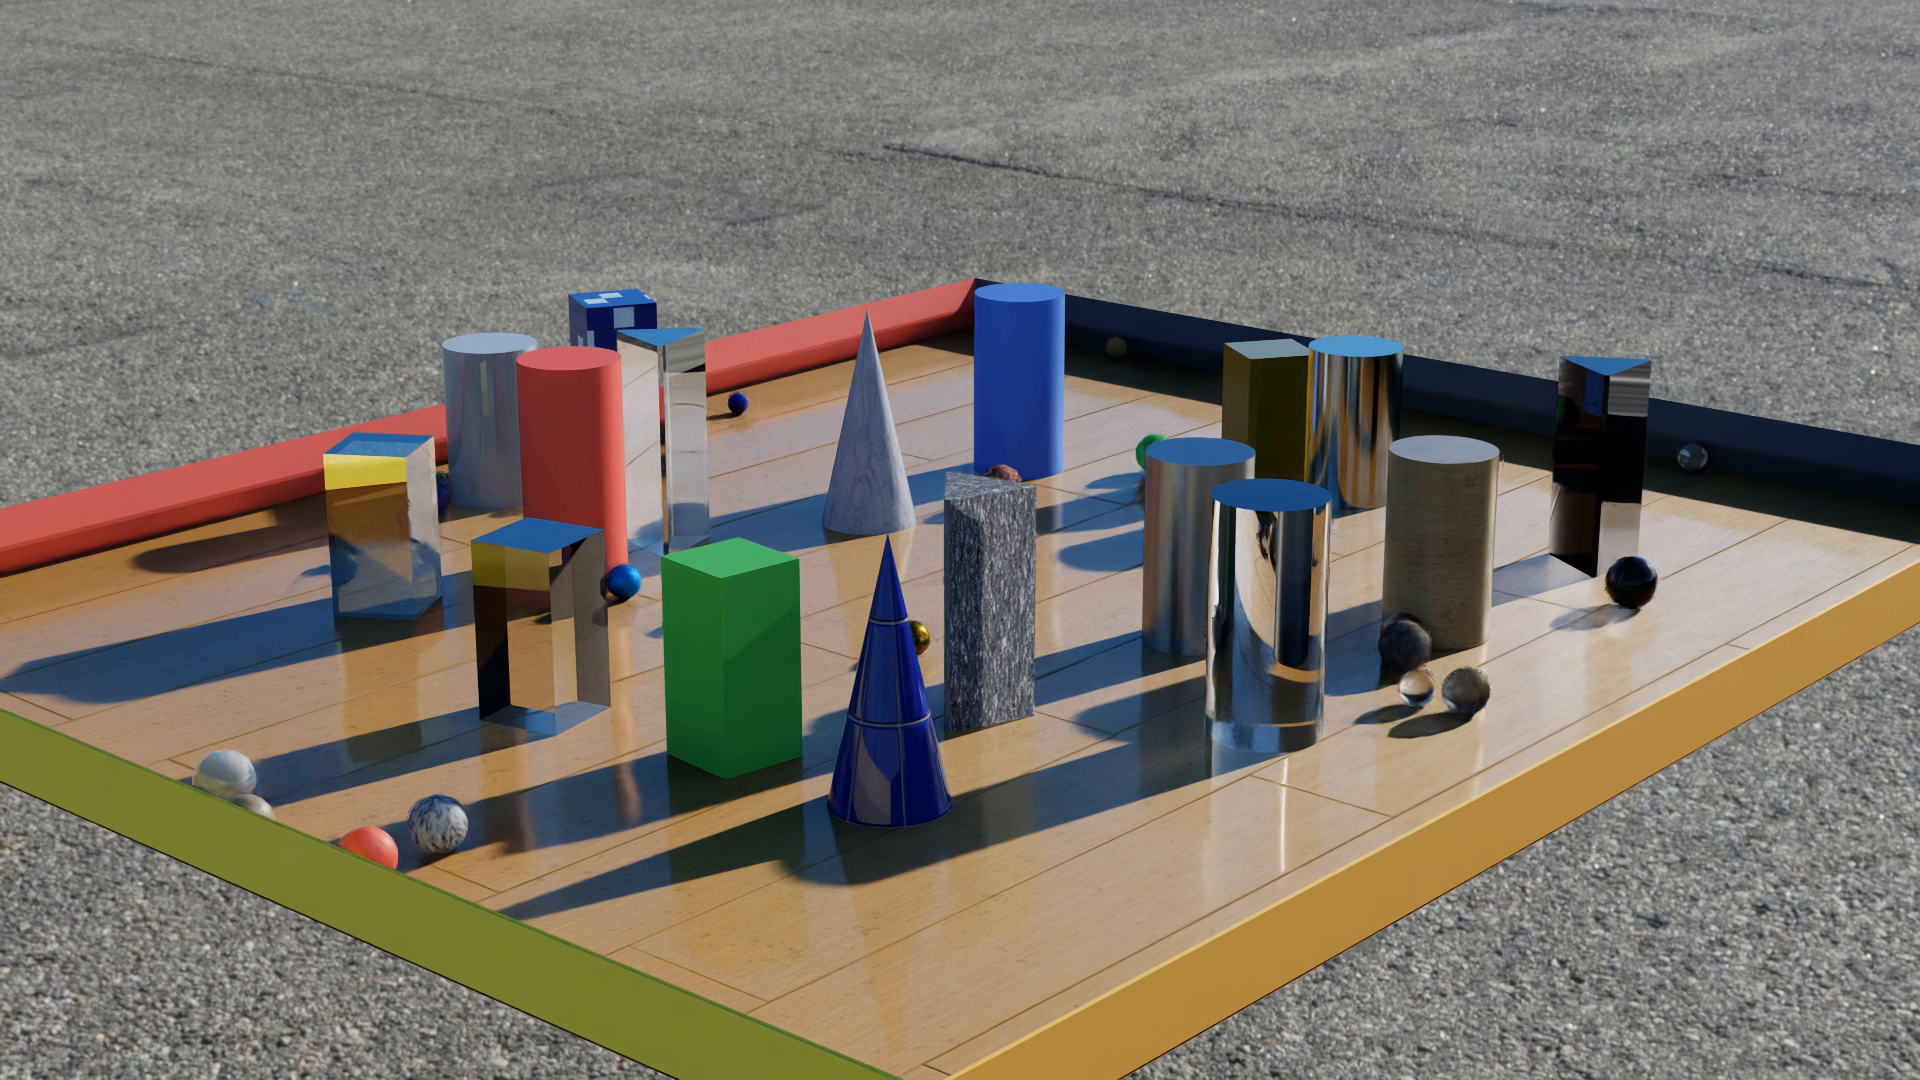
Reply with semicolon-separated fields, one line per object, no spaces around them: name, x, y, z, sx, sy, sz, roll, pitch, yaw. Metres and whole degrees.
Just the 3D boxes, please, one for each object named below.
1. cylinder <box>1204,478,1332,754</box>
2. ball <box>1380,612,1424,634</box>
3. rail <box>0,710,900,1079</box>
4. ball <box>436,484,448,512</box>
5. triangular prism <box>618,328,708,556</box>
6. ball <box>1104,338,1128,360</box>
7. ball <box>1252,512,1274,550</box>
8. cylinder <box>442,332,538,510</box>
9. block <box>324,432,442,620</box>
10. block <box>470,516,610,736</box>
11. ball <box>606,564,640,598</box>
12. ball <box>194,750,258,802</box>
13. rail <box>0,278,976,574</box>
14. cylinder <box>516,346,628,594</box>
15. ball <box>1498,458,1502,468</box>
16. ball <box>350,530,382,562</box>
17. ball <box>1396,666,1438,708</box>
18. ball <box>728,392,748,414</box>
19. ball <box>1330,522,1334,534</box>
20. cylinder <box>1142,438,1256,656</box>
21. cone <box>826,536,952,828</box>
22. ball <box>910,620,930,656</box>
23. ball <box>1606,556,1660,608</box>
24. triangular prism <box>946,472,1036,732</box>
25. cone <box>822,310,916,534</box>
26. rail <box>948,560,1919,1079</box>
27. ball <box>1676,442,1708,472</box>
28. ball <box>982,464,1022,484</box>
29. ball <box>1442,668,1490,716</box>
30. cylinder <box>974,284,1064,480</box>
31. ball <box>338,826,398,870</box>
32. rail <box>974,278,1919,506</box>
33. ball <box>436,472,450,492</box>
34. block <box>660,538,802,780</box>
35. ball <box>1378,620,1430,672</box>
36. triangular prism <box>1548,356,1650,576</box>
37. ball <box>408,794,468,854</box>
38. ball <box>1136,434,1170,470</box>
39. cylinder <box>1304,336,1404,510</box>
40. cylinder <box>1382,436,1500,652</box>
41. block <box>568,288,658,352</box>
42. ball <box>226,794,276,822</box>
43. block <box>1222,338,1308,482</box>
cylinder;0.462;0.112;4.405;0.180;0.375;0.180;0;17;0
ball;0.724;0.153;4.795;0.071;0.071;0.071;0;17;0
rail;-1.038;0.376;3.977;2.698;0.117;0.045;14;22;39
ball;-1.002;-0.079;5.570;0.059;0.059;0.059;0;17;0
triangular prism;-0.522;-0.185;5.356;0.135;0.394;0.156;-12;20;-34
ball;0.362;-0.444;6.795;0.053;0.053;0.053;0;17;0
ball;0.541;-0.018;5.363;0.069;0.069;0.069;0;17;0
cylinder;-0.900;-0.230;5.653;0.180;0.307;0.180;0;17;0
block;-0.984;-0.025;5.010;0.144;0.286;0.144;3;17;9
block;-0.641;0.130;4.495;0.144;0.289;0.144;9;19;27
ball;-0.583;0.072;5.084;0.059;0.059;0.059;0;17;0
ball;-1.040;0.340;4.154;0.086;0.086;0.086;0;17;0
rail;-1.001;-0.223;5.953;0.045;0.117;3.214;14;22;39
cylinder;-0.675;-0.120;5.117;0.180;0.406;0.180;0;17;0
ball;1.061;-0.159;5.869;0.046;0.046;0.046;0;17;0
ball;-1.070;0.011;5.285;0.058;0.058;0.058;0;17;0
ball;0.711;0.230;4.562;0.065;0.065;0.065;0;17;0
ball;-0.478;-0.294;6.314;0.046;0.046;0.046;0;17;0
ball;0.667;-0.027;5.427;0.049;0.049;0.049;0;17;0
cylinder;0.393;0.009;4.836;0.180;0.323;0.180;0;17;0
cone;-0.100;0.183;4.122;0.180;0.404;0.180;0;17;0
ball;-0.079;0.161;4.790;0.059;0.059;0.059;0;17;0
ball;1.153;0.072;5.029;0.090;0.090;0.090;0;17;0
triangular prism;0.015;0.088;4.501;0.156;0.367;0.135;-9;19;-27
cone;-0.171;-0.232;5.481;0.180;0.411;0.180;0;17;0
rail;1.001;0.281;4.290;0.045;0.117;3.214;14;22;39
ball;1.465;-0.166;5.867;0.061;0.061;0.061;0;17;0
ball;0.079;-0.103;5.620;0.083;0.083;0.083;0;17;0
ball;0.781;0.234;4.525;0.074;0.074;0.074;0;17;0
cylinder;0.118;-0.318;5.851;0.180;0.360;0.180;0;17;0
ball;-0.787;0.421;3.898;0.080;0.080;0.080;0;17;0
rail;1.038;-0.318;6.266;2.698;0.117;0.045;14;22;39
ball;-1.016;-0.107;5.692;0.049;0.049;0.049;0;17;0
block;-0.336;0.172;4.324;0.144;0.308;0.144;-15;22;-40
ball;0.715;0.170;4.718;0.083;0.083;0.083;0;17;0
triangular prism;1.125;-0.140;5.250;0.135;0.368;0.156;14;22;38
ball;-0.713;0.388;4.004;0.080;0.080;0.080;0;17;0
ball;0.391;-0.172;5.852;0.081;0.081;0.081;0;17;0
cylinder;0.758;-0.227;5.656;0.180;0.300;0.180;0;17;0
cylinder;0.794;0.004;4.858;0.180;0.320;0.180;0;17;0
block;-0.701;-0.331;5.954;0.144;0.326;0.144;-7;18;-21
ball;-0.977;0.387;4.010;0.079;0.079;0.079;0;17;0
block;0.614;-0.255;5.822;0.144;0.256;0.144;-5;17;-15
